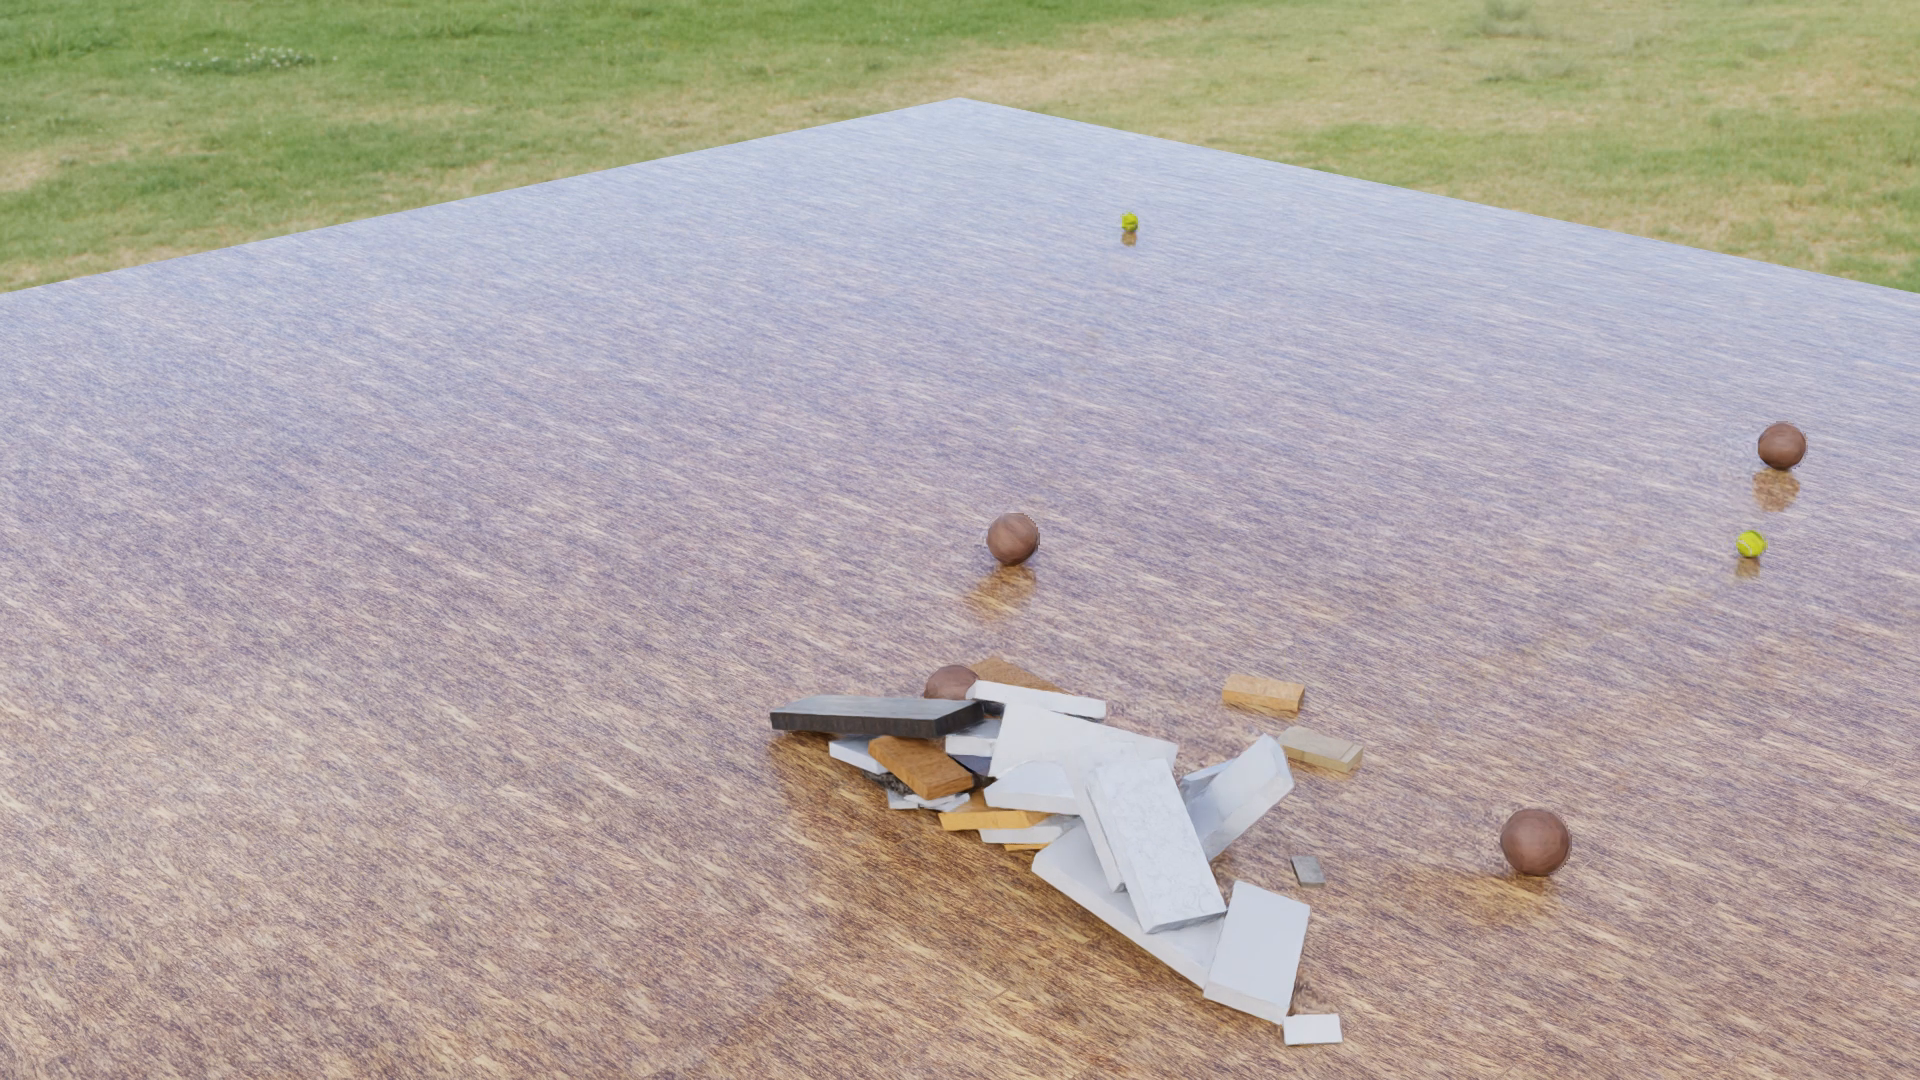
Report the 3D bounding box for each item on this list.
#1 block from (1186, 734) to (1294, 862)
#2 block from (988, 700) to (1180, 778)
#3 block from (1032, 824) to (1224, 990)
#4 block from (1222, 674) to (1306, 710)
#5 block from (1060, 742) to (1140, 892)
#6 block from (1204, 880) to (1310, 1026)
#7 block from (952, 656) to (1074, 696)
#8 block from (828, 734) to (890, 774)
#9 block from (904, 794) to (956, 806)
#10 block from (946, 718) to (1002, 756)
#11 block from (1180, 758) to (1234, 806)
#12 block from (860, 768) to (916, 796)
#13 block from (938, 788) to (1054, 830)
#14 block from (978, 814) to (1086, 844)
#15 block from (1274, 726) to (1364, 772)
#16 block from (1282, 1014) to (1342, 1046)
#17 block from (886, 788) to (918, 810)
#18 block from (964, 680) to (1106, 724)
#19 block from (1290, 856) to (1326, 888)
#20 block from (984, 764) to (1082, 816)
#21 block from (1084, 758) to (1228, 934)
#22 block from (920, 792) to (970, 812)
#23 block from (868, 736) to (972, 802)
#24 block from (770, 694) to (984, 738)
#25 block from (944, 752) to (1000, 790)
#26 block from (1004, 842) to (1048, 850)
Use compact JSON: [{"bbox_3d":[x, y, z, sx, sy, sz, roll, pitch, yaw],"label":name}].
[{"bbox_3d":[0.499,0.520,4.204,0.044,0.311,0.156,40,16,-16],"label":"block"},{"bbox_3d":[0.247,0.441,4.415,0.356,0.156,0.044,15,-4,-1],"label":"block"},{"bbox_3d":[0.336,0.667,4.006,0.413,0.041,0.143,31,36,27],"label":"block"},{"bbox_3d":[0.681,0.340,4.928,0.170,0.024,0.085,8,24,18],"label":"block"},{"bbox_3d":[0.301,0.510,4.070,0.143,0.041,0.286,-2,54,-29],"label":"block"},{"bbox_3d":[0.530,0.728,3.904,0.143,0.041,0.286,19,32,7],"label":"block"},{"bbox_3d":[0.117,0.338,4.918,0.129,0.037,0.258,-19,30,-38],"label":"block"},{"bbox_3d":[-0.176,0.443,4.590,0.108,0.030,0.215,-11,10,-29],"label":"block"},{"bbox_3d":[-0.061,0.514,4.417,0.058,0.016,0.115,-10,6,-26],"label":"block"},{"bbox_3d":[0.108,0.409,4.514,0.273,0.039,0.136,4,12,0],"label":"block"},{"bbox_3d":[0.493,0.495,4.361,0.024,0.085,0.170,24,24,38],"label":"block"},{"bbox_3d":[-0.112,0.479,4.521,0.108,0.030,0.215,-10,10,-25],"label":"block"},{"bbox_3d":[0.088,0.527,4.339,0.127,0.036,0.254,-25,10,-41],"label":"block"},{"bbox_3d":[0.163,0.549,4.288,0.127,0.036,0.254,-23,9,-37],"label":"block"},{"bbox_3d":[0.761,0.446,4.679,0.170,0.024,0.085,14,27,29],"label":"block"},{"bbox_3d":[0.599,0.833,3.743,0.095,0.014,0.048,-2,65,-4],"label":"block"},{"bbox_3d":[-0.119,0.519,4.503,0.058,0.016,0.115,-1,18,-5],"label":"block"},{"bbox_3d":[0.154,0.344,4.560,0.273,0.039,0.136,10,-17,-7],"label":"block"},{"bbox_3d":[0.670,0.640,4.235,0.048,0.014,0.095,-1,23,-3],"label":"block"},{"bbox_3d":[0.180,0.477,4.220,0.254,0.036,0.127,-1,19,46],"label":"block"},{"bbox_3d":[0.355,0.552,3.993,0.156,0.044,0.311,-5,60,-29],"label":"block"},{"bbox_3d":[-0.032,0.525,4.442,0.058,0.016,0.115,-23,10,-27],"label":"block"},{"bbox_3d":[-0.081,0.451,4.432,0.108,0.030,0.215,-12,28,-32],"label":"block"},{"bbox_3d":[-0.182,0.369,4.623,0.518,0.039,0.136,-2,12,46],"label":"block"},{"bbox_3d":[0.108,0.451,4.650,0.258,0.037,0.129,-17,28,-34],"label":"block"},{"bbox_3d":[0.160,0.579,4.294,0.143,0.020,0.072,-11,10,44],"label":"block"}]
